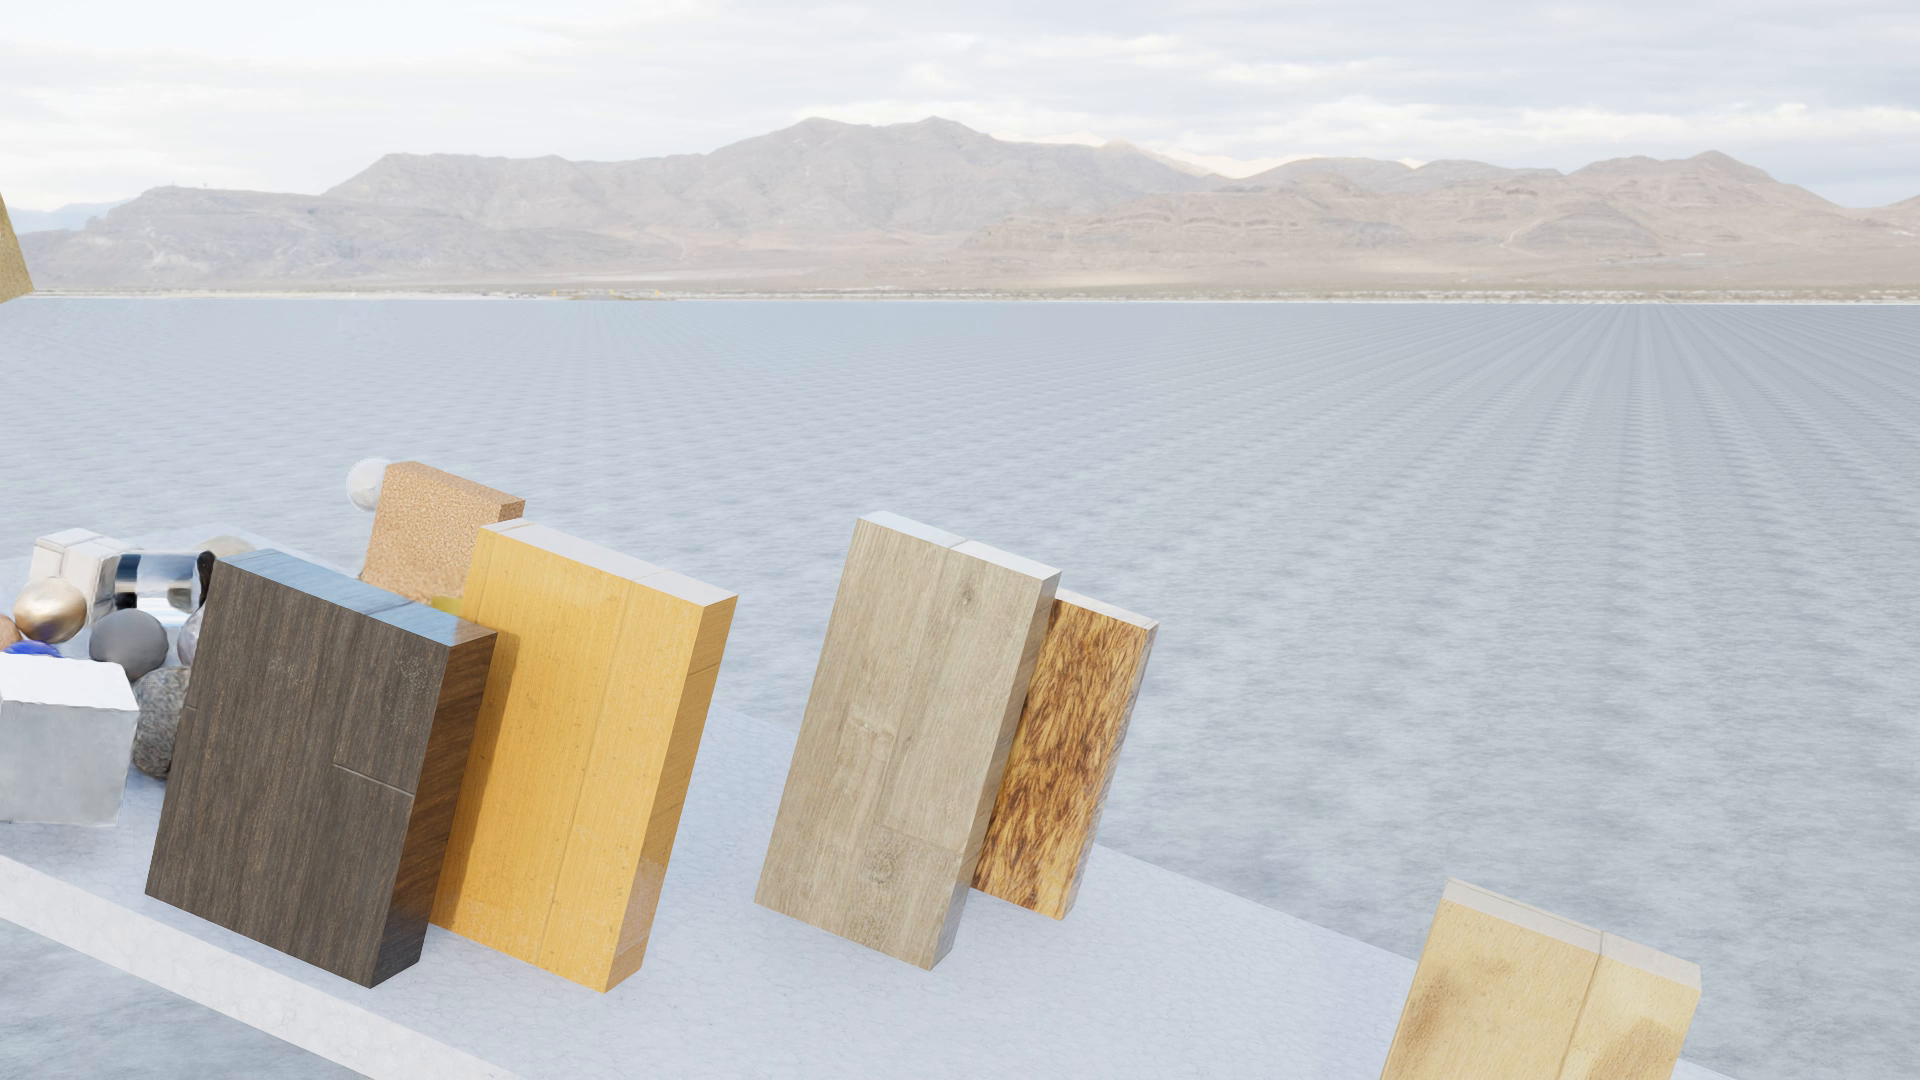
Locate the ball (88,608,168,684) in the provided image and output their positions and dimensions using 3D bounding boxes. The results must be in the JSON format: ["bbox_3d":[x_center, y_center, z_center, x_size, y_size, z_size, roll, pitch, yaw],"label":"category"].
[{"bbox_3d":[-1.657,0.211,4.384,0.149,0.149,0.149,0,7,0],"label":"ball"}]

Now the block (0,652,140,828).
[{"bbox_3d":[-1.475,0.324,3.576,0.205,0.205,0.205,8,15,-31],"label":"block"}]

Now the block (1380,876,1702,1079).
[{"bbox_3d":[0.877,0.883,3.490,0.405,0.575,0.132,19,12,14],"label":"block"}]

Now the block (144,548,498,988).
[{"bbox_3d":[-1.015,0.355,3.482,0.425,0.570,0.145,19,12,14],"label":"block"}]

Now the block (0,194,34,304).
[{"bbox_3d":[-1.818,-0.498,3.917,0.189,0.189,0.189,-4,20,23],"label":"block"}]

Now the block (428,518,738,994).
[{"bbox_3d":[-0.665,0.355,3.675,0.413,0.681,0.141,19,12,14],"label":"block"}]

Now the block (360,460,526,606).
[{"bbox_3d":[-1.121,0.117,4.656,0.276,0.504,0.105,19,12,14],"label":"block"}]

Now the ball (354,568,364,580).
[{"bbox_3d":[-1.318,0.133,5.113,0.191,0.191,0.191,0,7,0],"label":"ball"}]

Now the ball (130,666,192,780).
[{"bbox_3d":[-1.415,0.331,3.978,0.209,0.209,0.209,0,7,0],"label":"ball"}]

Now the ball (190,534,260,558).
[{"bbox_3d":[-1.635,0.086,4.893,0.197,0.197,0.197,0,7,0],"label":"ball"}]

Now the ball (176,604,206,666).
[{"bbox_3d":[-1.487,0.218,4.465,0.195,0.195,0.195,0,7,0],"label":"ball"}]

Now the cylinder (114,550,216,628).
[{"bbox_3d":[-1.655,0.103,4.606,0.164,0.164,0.164,0,7,5],"label":"cylinder"}]

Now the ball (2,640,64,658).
[{"bbox_3d":[-1.739,0.253,4.109,0.134,0.134,0.134,0,7,0],"label":"ball"}]

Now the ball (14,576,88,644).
[{"bbox_3d":[-1.741,0.135,4.210,0.131,0.131,0.131,0,7,0],"label":"ball"}]

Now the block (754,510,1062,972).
[{"bbox_3d":[-0.102,0.372,4.121,0.366,0.773,0.138,19,12,14],"label":"block"}]

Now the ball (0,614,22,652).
[{"bbox_3d":[-1.854,0.203,4.173,0.142,0.142,0.142,0,7,0],"label":"ball"}]

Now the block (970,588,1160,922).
[{"bbox_3d":[0.127,0.415,4.565,0.397,0.641,0.111,19,12,14],"label":"block"}]

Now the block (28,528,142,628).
[{"bbox_3d":[-1.875,0.080,4.704,0.155,0.155,0.155,17,11,7],"label":"block"}]

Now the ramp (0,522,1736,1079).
[{"bbox_3d":[-0.376,0.733,4.239,4.000,0.100,2.000,19,12,14],"label":"ramp"}]

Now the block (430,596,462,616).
[{"bbox_3d":[-0.930,0.223,4.371,0.192,0.192,0.192,11,-6,-43],"label":"block"}]

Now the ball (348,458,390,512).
[{"bbox_3d":[-1.260,-0.118,4.737,0.115,0.115,0.115,0,7,0],"label":"ball"}]
